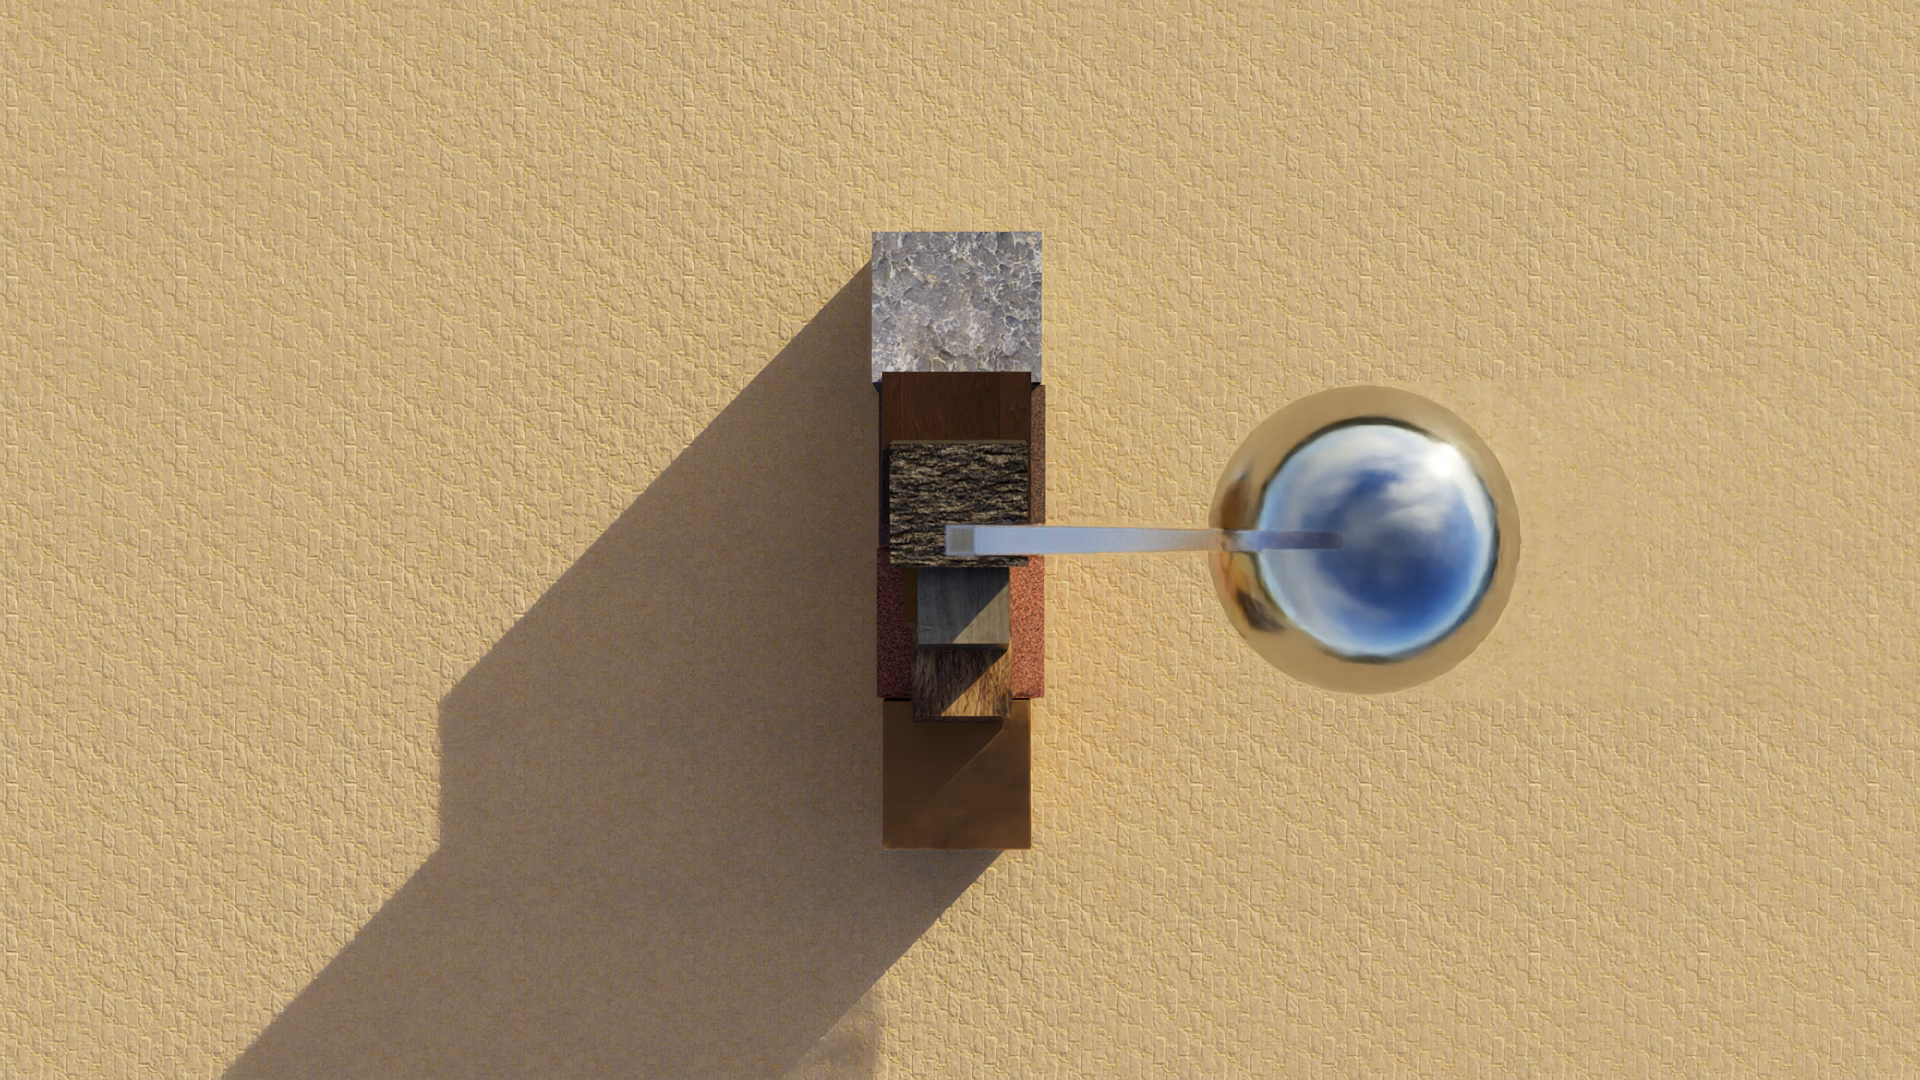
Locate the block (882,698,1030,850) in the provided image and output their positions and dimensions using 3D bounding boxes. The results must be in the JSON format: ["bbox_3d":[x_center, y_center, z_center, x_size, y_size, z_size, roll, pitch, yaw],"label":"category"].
[{"bbox_3d":[-0.017,1.297,12.555,0.816,0.891,0.815,0,90,0],"label":"block"}]

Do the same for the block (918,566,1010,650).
[{"bbox_3d":[0.017,0.349,11.346,0.464,0.456,0.407,0,83,0],"label":"block"}]

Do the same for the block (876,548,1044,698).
[{"bbox_3d":[0.003,0.462,12.621,0.932,0.759,0.836,0,90,0],"label":"block"}]

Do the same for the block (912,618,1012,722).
[{"bbox_3d":[0.008,0.708,11.832,0.527,0.600,0.512,0,82,0],"label":"block"}]

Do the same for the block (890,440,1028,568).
[{"bbox_3d":[-0.006,-0.194,11.200,0.684,0.582,0.614,0,94,0],"label":"block"}]

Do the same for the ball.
[{"bbox_3d":[2.074,0.000,11.346,1.600,1.600,1.600,0,90,0],"label":"ball"}]

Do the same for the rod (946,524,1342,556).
[{"bbox_3d":[0.899,0.000,8.155,0.080,5.200,0.080,0,90,20],"label":"rod"}]

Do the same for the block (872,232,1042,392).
[{"bbox_3d":[-0.017,-1.289,12.576,0.939,0.848,0.832,0,90,0],"label":"block"}]

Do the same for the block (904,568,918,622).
[{"bbox_3d":[-0.016,0.160,11.973,0.572,0.493,0.520,0,95,0],"label":"block"}]

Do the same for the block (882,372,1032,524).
[{"bbox_3d":[-0.017,-0.508,11.824,0.777,0.711,0.795,0,94,0],"label":"block"}]

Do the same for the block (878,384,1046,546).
[{"bbox_3d":[0.012,-0.414,12.605,0.926,0.790,0.897,0,90,0],"label":"block"}]
